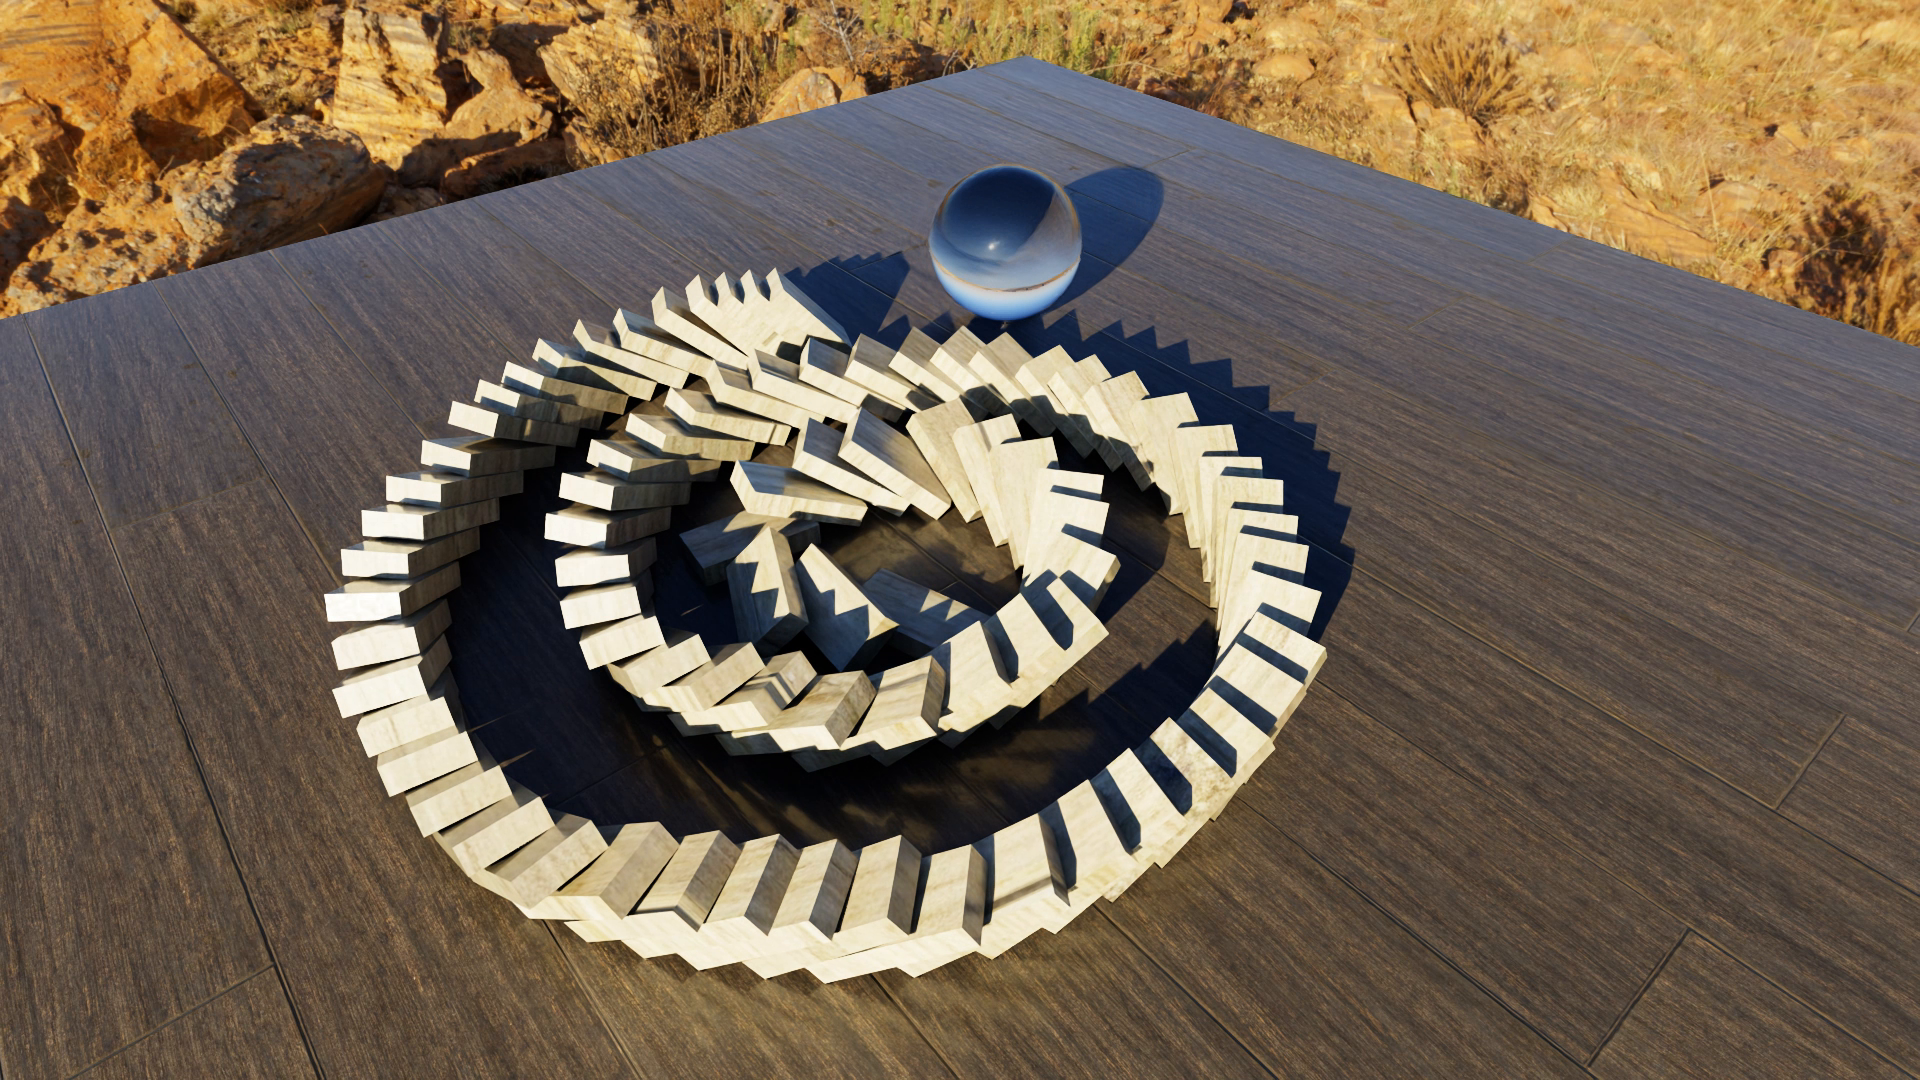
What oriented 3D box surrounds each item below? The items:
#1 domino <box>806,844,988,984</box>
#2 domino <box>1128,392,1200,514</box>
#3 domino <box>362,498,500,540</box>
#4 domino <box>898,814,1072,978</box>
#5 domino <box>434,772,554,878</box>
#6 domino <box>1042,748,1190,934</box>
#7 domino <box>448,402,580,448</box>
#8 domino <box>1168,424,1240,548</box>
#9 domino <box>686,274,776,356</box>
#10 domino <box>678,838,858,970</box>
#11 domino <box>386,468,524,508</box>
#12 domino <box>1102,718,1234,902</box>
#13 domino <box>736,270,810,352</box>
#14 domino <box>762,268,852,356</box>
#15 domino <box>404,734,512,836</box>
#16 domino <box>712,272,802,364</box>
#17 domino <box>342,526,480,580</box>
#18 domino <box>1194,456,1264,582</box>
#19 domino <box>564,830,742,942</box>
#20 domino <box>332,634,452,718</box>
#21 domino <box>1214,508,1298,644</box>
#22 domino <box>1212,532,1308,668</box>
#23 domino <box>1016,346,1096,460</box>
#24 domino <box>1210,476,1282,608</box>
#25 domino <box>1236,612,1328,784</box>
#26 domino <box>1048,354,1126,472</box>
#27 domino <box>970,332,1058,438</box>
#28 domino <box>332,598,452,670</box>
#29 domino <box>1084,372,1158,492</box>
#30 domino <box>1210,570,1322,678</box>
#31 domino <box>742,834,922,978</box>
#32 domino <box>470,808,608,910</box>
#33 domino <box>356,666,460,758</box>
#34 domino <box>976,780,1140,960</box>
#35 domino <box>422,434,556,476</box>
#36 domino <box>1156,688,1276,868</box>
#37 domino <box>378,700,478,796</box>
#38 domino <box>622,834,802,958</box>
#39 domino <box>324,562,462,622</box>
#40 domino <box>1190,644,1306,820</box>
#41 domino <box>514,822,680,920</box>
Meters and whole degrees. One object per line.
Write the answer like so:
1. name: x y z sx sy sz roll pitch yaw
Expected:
1. domino: -0.017 0.102 0.300 0.050 0.009 0.025 -22 33 23
2. domino: 0.093 -0.037 0.469 0.025 0.009 0.050 -12 70 -18
3. domino: -0.209 -0.010 0.437 0.025 0.009 0.050 5 11 9
4. domino: 0.004 0.098 0.303 0.050 0.009 0.025 -29 39 15
5. domino: -0.139 0.082 0.323 0.025 0.010 0.050 -30 15 -32
6. domino: 0.038 0.087 0.317 0.050 0.010 0.025 -41 46 4
7. domino: -0.194 -0.050 0.482 0.025 0.010 0.050 16 5 20
8. domino: 0.104 -0.022 0.453 0.025 0.009 0.050 -4 68 -6
9. domino: -0.113 -0.108 0.548 0.010 0.050 0.025 -41 40 14
10. domino: -0.053 0.100 0.300 0.050 0.009 0.025 -23 29 30
11. domino: -0.207 -0.023 0.453 0.025 0.009 0.050 8 12 14
12. domino: 0.054 0.080 0.327 0.050 0.009 0.025 -44 49 -1
13. domino: -0.089 -0.111 0.552 0.009 0.050 0.025 -41 40 14
14. domino: -0.076 -0.113 0.553 0.010 0.050 0.025 -41 40 14
15. domino: -0.155 0.073 0.335 0.025 0.009 0.050 -25 15 -28
16. domino: -0.101 -0.110 0.550 0.010 0.050 0.025 -41 40 14
17. domino: -0.209 0.004 0.422 0.025 0.010 0.050 4 13 5
18. domino: 0.108 -0.008 0.436 0.025 0.010 0.050 0 67 0
19. domino: -0.085 0.096 0.304 0.050 0.009 0.025 -19 30 36
20. domino: -0.189 0.044 0.369 0.025 0.010 0.050 -16 11 -14
21. domino: 0.109 0.015 0.405 0.025 0.009 0.050 7 73 9
22. domino: 0.107 0.025 0.392 0.025 0.009 0.050 11 75 10
23. domino: 0.051 -0.063 0.502 0.025 0.009 0.050 -33 79 -33
24. domino: 0.110 0.001 0.421 0.025 0.010 0.050 5 73 2
25. domino: 0.096 0.051 0.361 0.025 0.009 0.050 30 80 31
26. domino: 0.064 -0.057 0.492 0.025 0.010 0.050 -29 79 -33
27. domino: 0.030 -0.072 0.511 0.050 0.010 0.025 45 46 3
28. domino: -0.197 0.032 0.385 0.025 0.009 0.050 -11 10 -12
29. domino: 0.078 -0.048 0.482 0.025 0.010 0.050 -23 76 -29
30. domino: 0.103 0.038 0.376 0.025 0.009 0.050 19 76 20
31. domino: -0.035 0.100 0.300 0.050 0.009 0.025 -25 32 25
32. domino: -0.123 0.089 0.314 0.025 0.009 0.050 -38 19 -36
33. domino: -0.178 0.055 0.357 0.025 0.010 0.050 -21 13 -20
34. domino: 0.023 0.093 0.310 0.050 0.009 0.025 -36 43 8
35. domino: -0.201 -0.037 0.471 0.025 0.009 0.050 15 14 18
36. domino: 0.069 0.072 0.337 0.050 0.009 0.025 -45 51 -5
37. domino: -0.167 0.064 0.345 0.025 0.009 0.050 -22 13 -23
38. domino: -0.068 0.098 0.302 0.050 0.010 0.025 -22 30 32
39. domino: -0.207 0.018 0.404 0.025 0.010 0.050 -1 11 -2
40. domino: 0.084 0.061 0.350 0.025 0.010 0.050 34 82 33
41. domino: -0.103 0.093 0.308 0.050 0.009 0.025 -16 27 40
